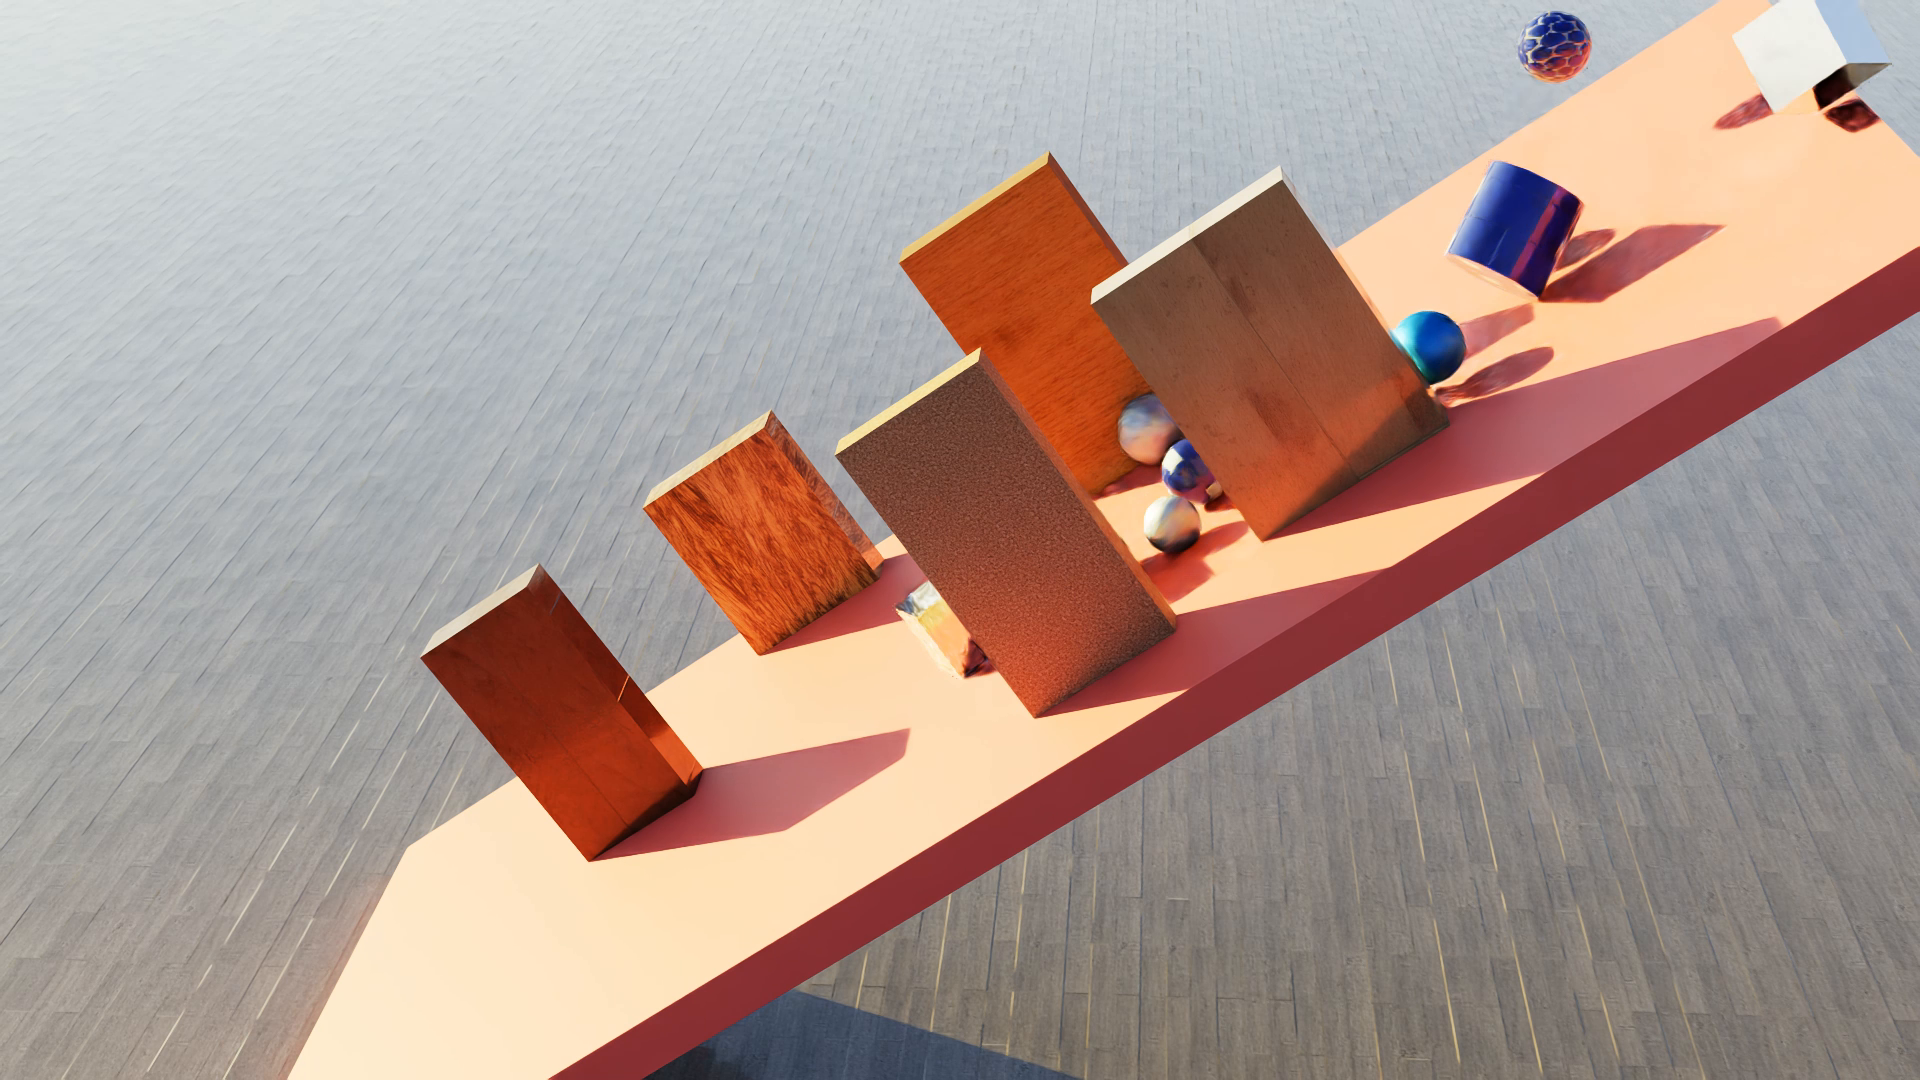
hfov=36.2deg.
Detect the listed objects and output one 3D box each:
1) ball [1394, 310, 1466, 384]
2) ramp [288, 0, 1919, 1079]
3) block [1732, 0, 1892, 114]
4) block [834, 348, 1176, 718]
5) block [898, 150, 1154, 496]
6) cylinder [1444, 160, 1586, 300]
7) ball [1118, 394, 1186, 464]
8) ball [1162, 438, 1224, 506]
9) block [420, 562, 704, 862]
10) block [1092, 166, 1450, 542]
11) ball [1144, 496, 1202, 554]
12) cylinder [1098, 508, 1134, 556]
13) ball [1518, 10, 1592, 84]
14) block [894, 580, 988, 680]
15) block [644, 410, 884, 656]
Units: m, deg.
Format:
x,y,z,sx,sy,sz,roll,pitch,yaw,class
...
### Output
x,y,z,sx,sy,sz,roll,pitch,yaw,class
0.900,-0.370,5.663,0.144,0.144,0.144,0,21,0,ball
0.135,0.174,6.308,4.000,0.100,2.000,-33,16,15,ramp
1.618,-0.931,5.588,0.174,0.174,0.174,-9,-21,-45,block
0.090,-0.007,5.523,0.326,0.646,0.083,-33,16,15,block
0.227,-0.461,6.485,0.394,0.681,0.108,-33,16,15,block
1.092,-0.608,5.790,0.204,0.204,0.204,27,1,-1,cylinder
0.420,-0.242,6.415,0.155,0.155,0.155,0,21,0,ball
0.482,-0.141,6.014,0.140,0.140,0.140,0,21,0,ball
-0.885,0.389,6.577,0.303,0.607,0.139,-33,16,15,block
0.587,-0.346,5.558,0.424,0.576,0.102,-33,16,15,block
0.423,-0.031,5.864,0.117,0.117,0.117,0,21,0,ball
0.243,0.039,5.917,0.186,0.186,0.186,-4,22,-11,cylinder
1.246,-1.033,6.160,0.151,0.151,0.151,0,21,0,ball
-0.002,0.163,6.136,0.167,0.167,0.167,-39,15,-9,block
-0.473,-0.015,7.121,0.366,0.467,0.130,-33,16,15,block
